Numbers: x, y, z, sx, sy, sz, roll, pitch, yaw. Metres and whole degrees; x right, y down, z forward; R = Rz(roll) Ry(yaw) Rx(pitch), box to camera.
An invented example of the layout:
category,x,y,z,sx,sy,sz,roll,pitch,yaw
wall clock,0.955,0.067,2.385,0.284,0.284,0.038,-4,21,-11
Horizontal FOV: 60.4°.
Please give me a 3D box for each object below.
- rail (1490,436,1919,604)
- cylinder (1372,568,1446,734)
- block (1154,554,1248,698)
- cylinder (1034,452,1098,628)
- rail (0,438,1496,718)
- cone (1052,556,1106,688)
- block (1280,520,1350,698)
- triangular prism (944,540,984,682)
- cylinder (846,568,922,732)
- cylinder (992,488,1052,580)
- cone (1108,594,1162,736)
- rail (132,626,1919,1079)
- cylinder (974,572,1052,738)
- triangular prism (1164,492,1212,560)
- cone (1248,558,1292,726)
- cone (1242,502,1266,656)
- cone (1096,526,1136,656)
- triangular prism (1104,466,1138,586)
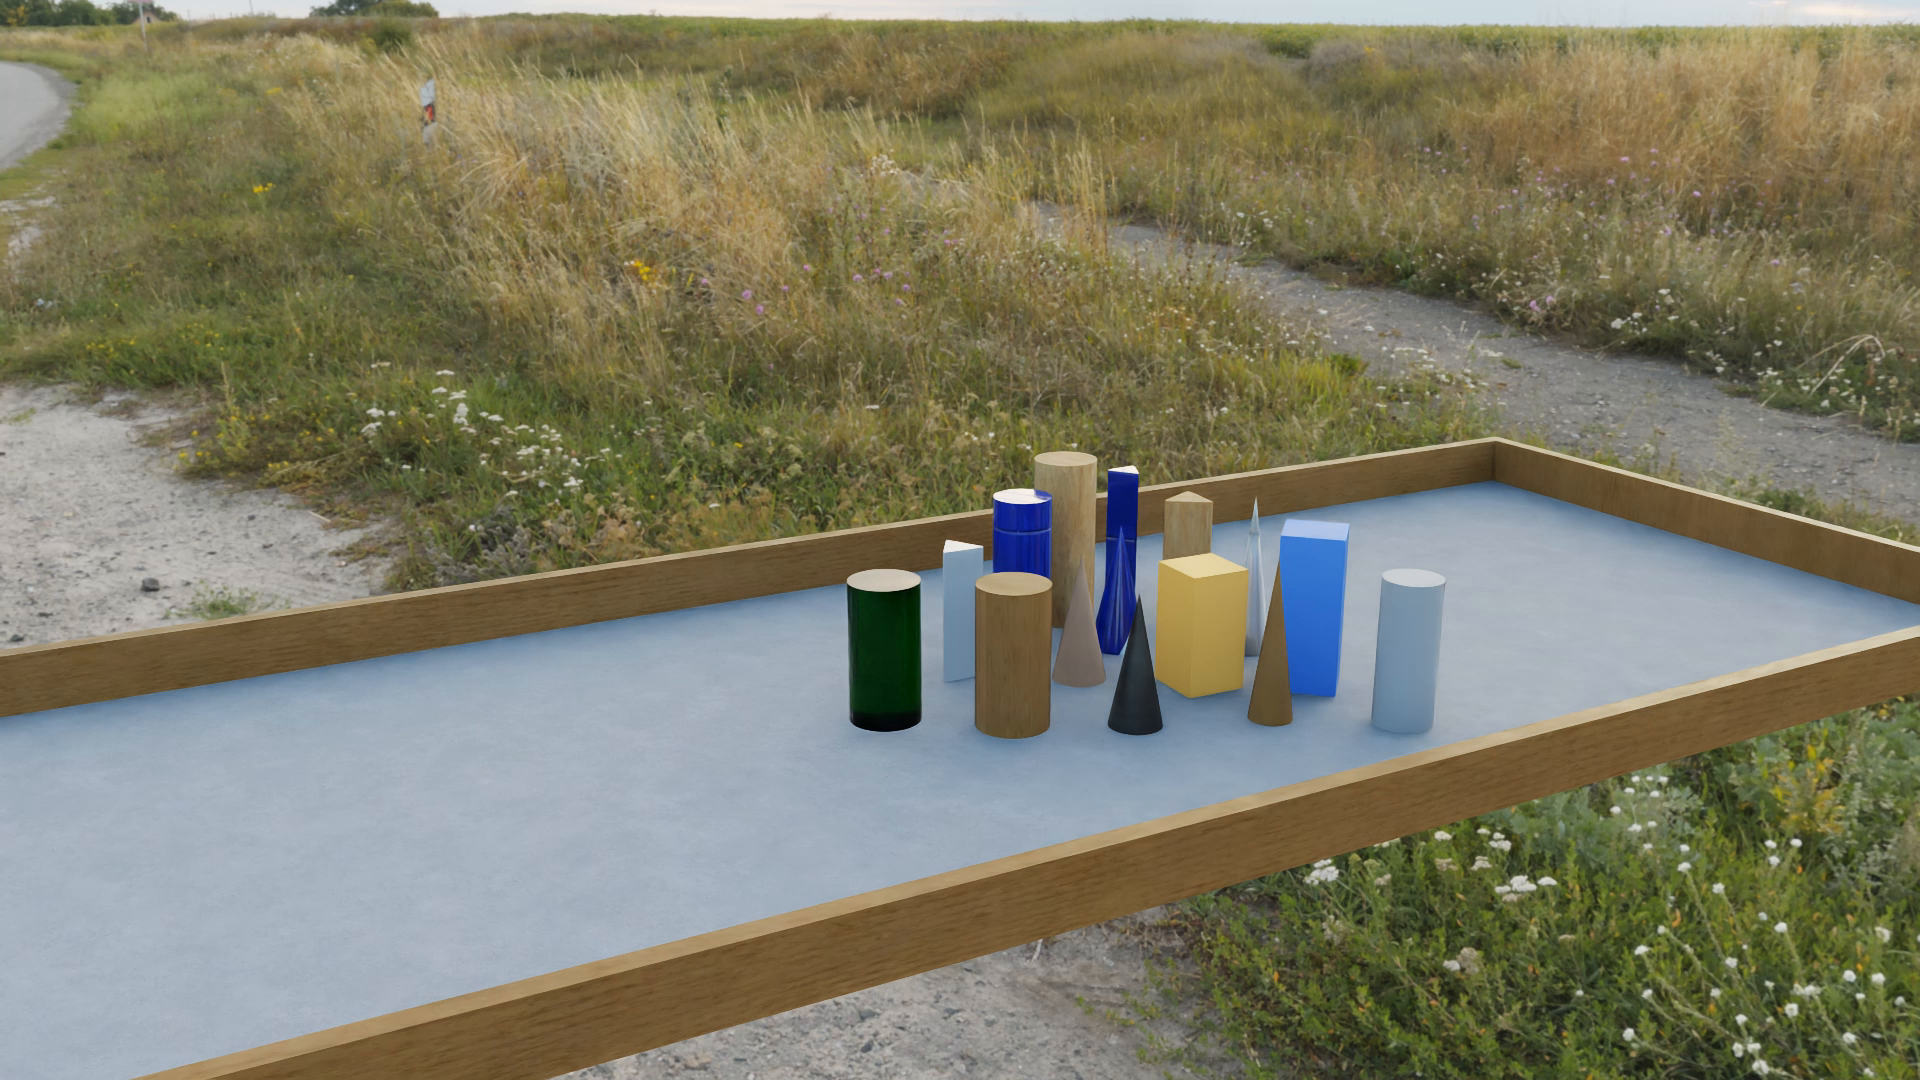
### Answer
category,x,y,z,sx,sy,sz,roll,pitch,yaw
rail,2.466,-0.048,5.253,0.050,0.150,2.100,-9,18,-27
cylinder,1.043,0.258,3.843,0.142,0.357,0.142,0,16,0
block,0.597,0.210,4.092,0.158,0.308,0.158,-8,18,-25
cylinder,0.287,-0.002,4.550,0.171,0.458,0.171,0,16,0
rail,-3.305,0.497,3.399,12.000,0.150,0.050,-9,18,-27
cone,0.301,0.191,4.126,0.137,0.327,0.137,0,16,0
block,0.867,0.166,4.079,0.154,0.400,0.154,5,17,15
triangular prism,-0.011,0.175,4.158,0.109,0.340,0.094,-8,18,-26
cylinder,-0.176,0.257,3.869,0.172,0.344,0.172,0,16,0
cylinder,0.163,0.081,4.357,0.154,0.407,0.154,0,16,0
cone,0.412,0.277,3.833,0.130,0.326,0.130,0,16,0
rail,-2.336,1.006,1.665,12.000,0.150,0.050,-9,18,-27
cylinder,0.123,0.266,3.834,0.177,0.347,0.177,0,16,0
triangular prism,0.632,0.042,4.608,0.129,0.340,0.112,2,16,6
cone,0.737,0.232,3.863,0.107,0.397,0.107,0,16,0
cone,0.763,0.088,4.308,0.109,0.422,0.109,0,16,0
cone,0.421,0.121,4.352,0.150,0.333,0.150,0,16,0
triangular prism,0.491,-0.039,4.860,0.094,0.353,0.081,8,18,26
